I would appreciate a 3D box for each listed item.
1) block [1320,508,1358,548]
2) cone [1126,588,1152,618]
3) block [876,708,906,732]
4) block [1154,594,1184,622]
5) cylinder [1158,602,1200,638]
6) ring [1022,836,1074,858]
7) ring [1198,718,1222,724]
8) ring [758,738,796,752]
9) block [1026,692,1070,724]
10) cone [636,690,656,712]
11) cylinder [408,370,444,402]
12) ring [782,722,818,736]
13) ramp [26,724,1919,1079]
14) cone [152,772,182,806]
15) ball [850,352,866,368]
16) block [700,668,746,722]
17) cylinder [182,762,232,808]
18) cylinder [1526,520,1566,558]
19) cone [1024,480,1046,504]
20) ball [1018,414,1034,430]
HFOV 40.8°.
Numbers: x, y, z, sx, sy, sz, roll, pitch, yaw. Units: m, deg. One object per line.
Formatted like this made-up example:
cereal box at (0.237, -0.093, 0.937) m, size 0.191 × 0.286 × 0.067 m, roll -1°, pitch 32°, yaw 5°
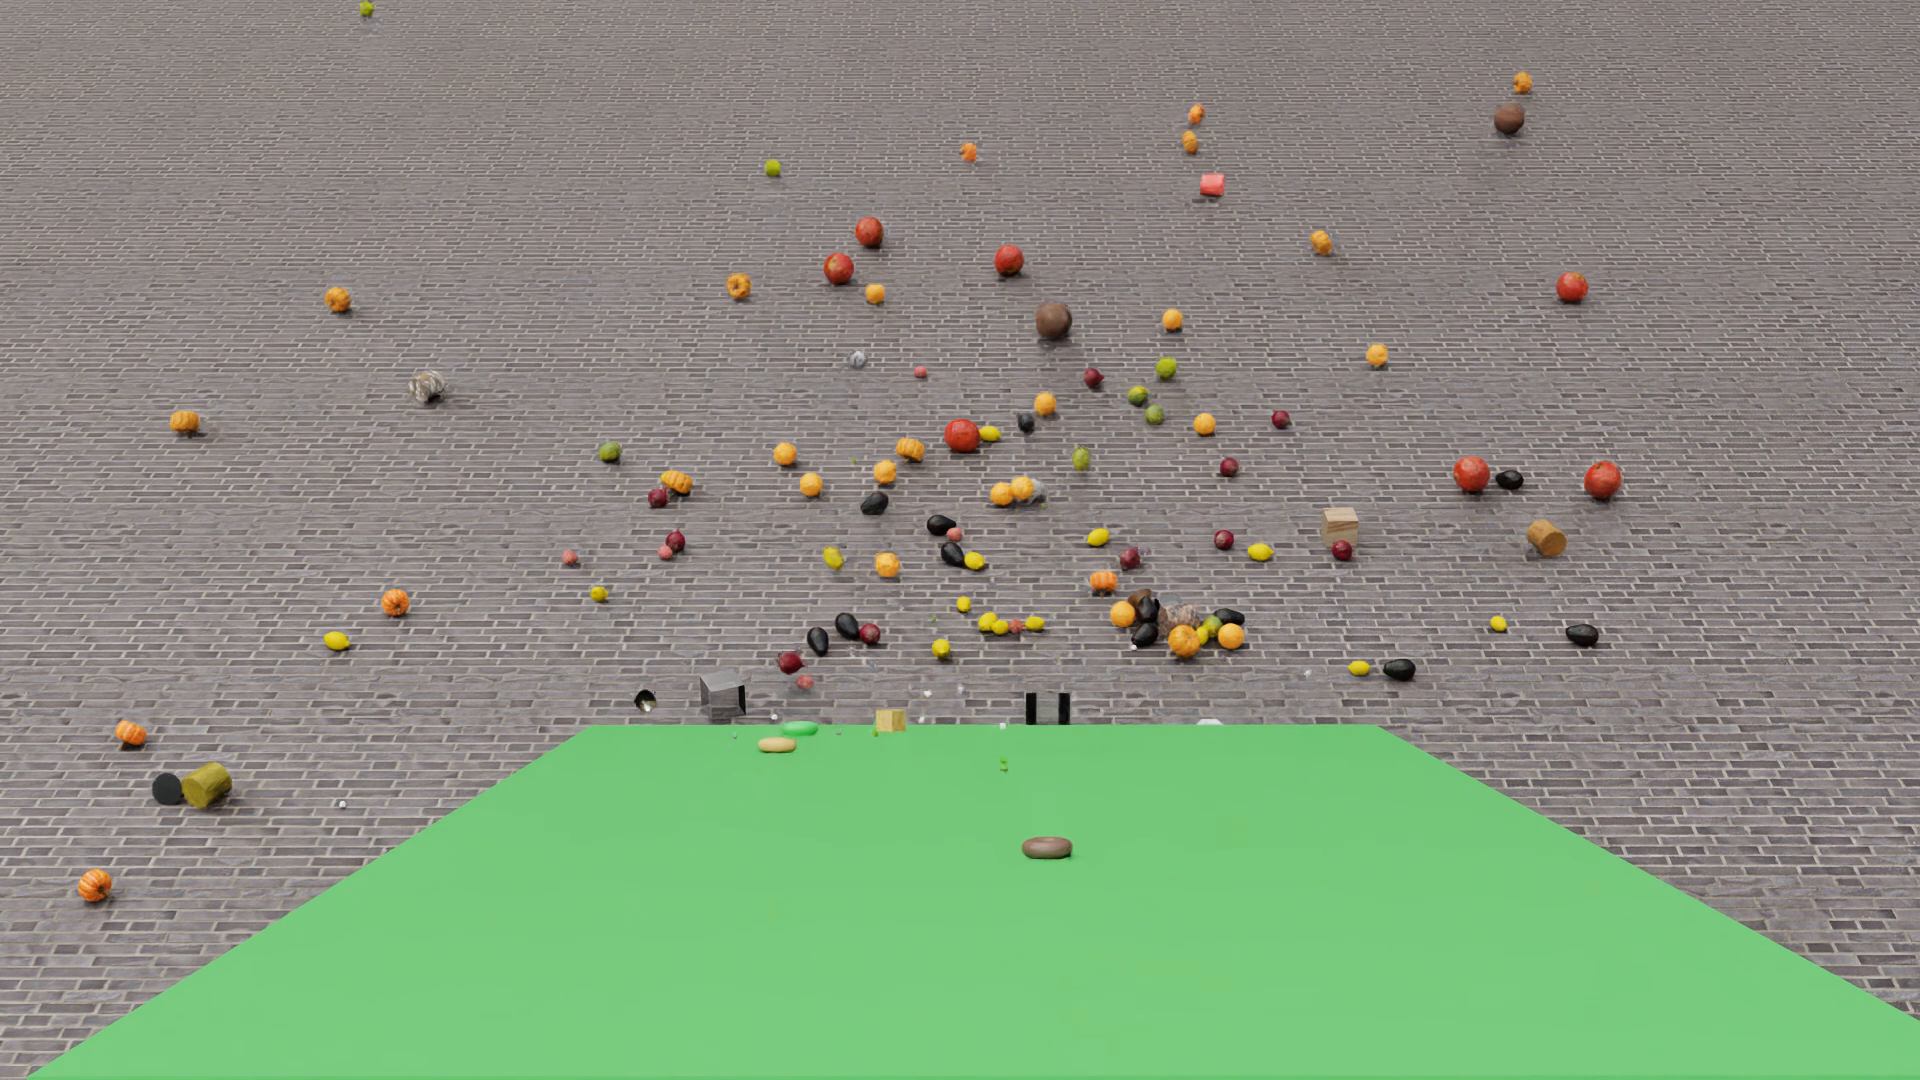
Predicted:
block at (1.128, -0.036, 7.673) m, size 0.090 × 0.090 × 0.090 m, roll -1°, pitch 27°, yaw -3°
cone at (0.523, 0.191, 7.294) m, size 0.078 × 0.078 × 0.078 m, roll -14°, pitch 57°, yaw -24°
block at (-0.172, 0.449, 6.421) m, size 0.052 × 0.052 × 0.052 m, roll 1°, pitch 1°, yaw 39°
block at (0.588, 0.198, 7.246) m, size 0.067 × 0.067 × 0.067 m, roll -8°, pitch 28°, yaw -15°
cylinder at (0.608, 0.223, 7.173) m, size 0.090 × 0.090 × 0.090 m, roll -8°, pitch 28°, yaw -15°
ring at (0.141, 0.498, 4.179) m, size 0.084 × 0.028 × 0.084 m, roll -1°, pitch 2°, yaw 0°
ring at (0.651, 0.490, 6.724) m, size 0.077 × 0.026 × 0.077 m, roll 1°, pitch 26°, yaw -1°
ring at (-0.419, 0.469, 5.900) m, size 0.089 × 0.030 × 0.089 m, roll 0°, pitch -1°, yaw 0°
block at (0.227, 0.434, 6.638) m, size 0.083 × 0.083 × 0.083 m, roll -5°, pitch -7°, yaw 39°
cone at (-0.842, 0.425, 6.849) m, size 0.057 × 0.057 × 0.057 m, roll -13°, pitch 3°, yaw -23°
cylinder at (-1.778, -0.513, 8.606) m, size 0.085 × 0.085 × 0.085 m, roll 13°, pitch 30°, yaw 24°
ring at (-0.393, 0.462, 6.331) m, size 0.087 × 0.029 × 0.087 m, roll -1°, pitch 2°, yaw 0°
ramp at (0.062, 0.555, 4.592) m, size 2.000 × 0.100 × 4.000 m, roll 0°, pitch 1°, yaw 0°
cone at (-1.963, 0.620, 6.460) m, size 0.081 × 0.081 × 0.081 m, roll 7°, pitch 1°, yaw 13°
ball at (-0.349, -0.618, 8.845) m, size 0.054 × 0.054 × 0.054 m, roll 0°, pitch 27°, yaw 0°
block at (-0.625, 0.410, 6.806) m, size 0.093 × 0.093 × 0.093 m, roll -11°, pitch 29°, yaw -21°
cylinder at (-1.874, 0.610, 6.425) m, size 0.085 × 0.085 × 0.085 m, roll 15°, pitch 31°, yaw 27°
cylinder at (1.730, -0.004, 7.620) m, size 0.084 × 0.084 × 0.084 m, roll -8°, pitch 28°, yaw -14°
cone at (0.220, -0.136, 7.933) m, size 0.072 × 0.072 × 0.072 m, roll 8°, pitch 56°, yaw 15°
ball at (0.215, -0.382, 8.386) m, size 0.054 × 0.054 × 0.054 m, roll 0°, pitch 27°, yaw 0°
